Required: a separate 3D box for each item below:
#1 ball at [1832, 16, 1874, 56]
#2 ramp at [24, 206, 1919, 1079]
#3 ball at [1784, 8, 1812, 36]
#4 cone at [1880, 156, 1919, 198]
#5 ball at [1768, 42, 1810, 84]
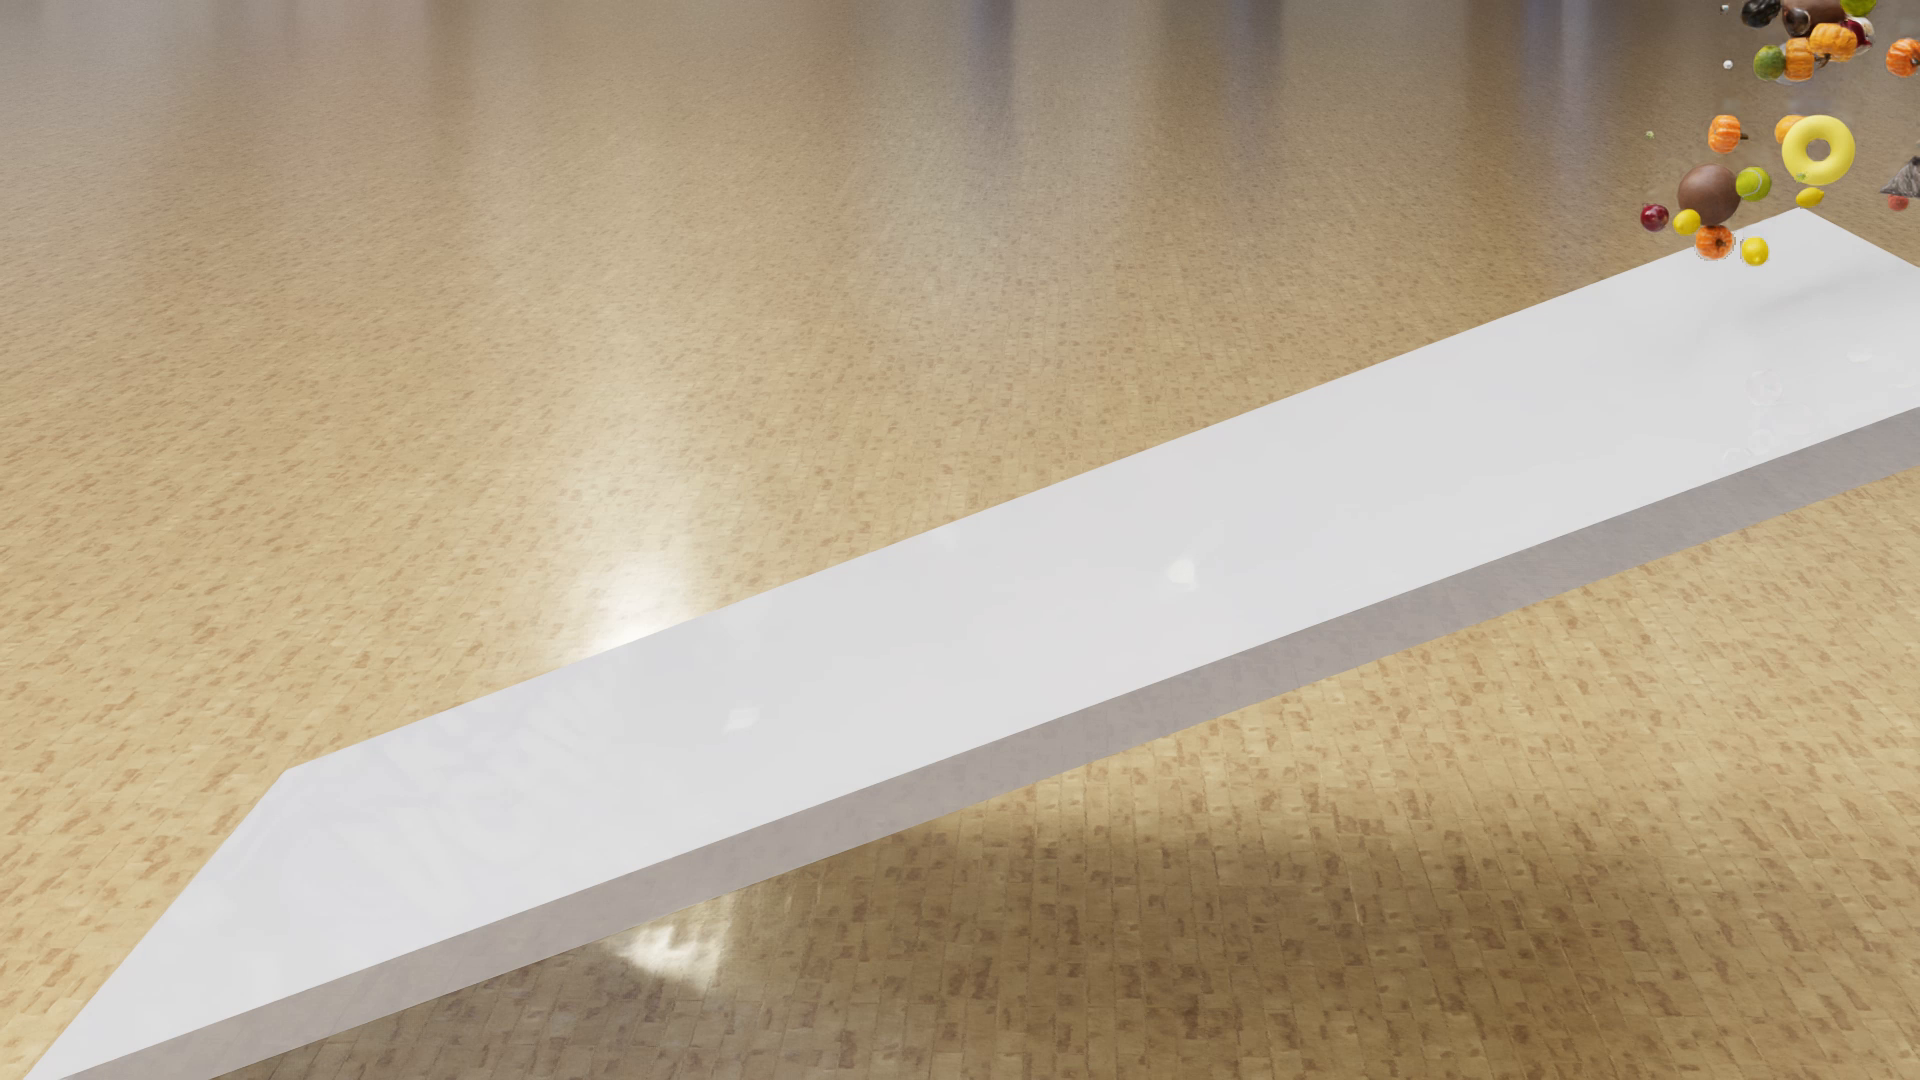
[{"bbox_3d":[1.850,-1.044,6.088,0.083,0.083,0.083,0,13,0],"label":"ball"},{"bbox_3d":[0.121,0.175,6.293,4.000,0.100,2.000,-20,12,7],"label":"ramp"},{"bbox_3d":[1.703,-1.055,5.986,0.055,0.055,0.055,0,13,0],"label":"ball"},{"bbox_3d":[1.866,-0.705,5.843,0.092,0.092,0.092,-18,0,37],"label":"cone"},{"bbox_3d":[1.707,-0.981,6.058,0.085,0.085,0.085,0,13,0],"label":"ball"}]
